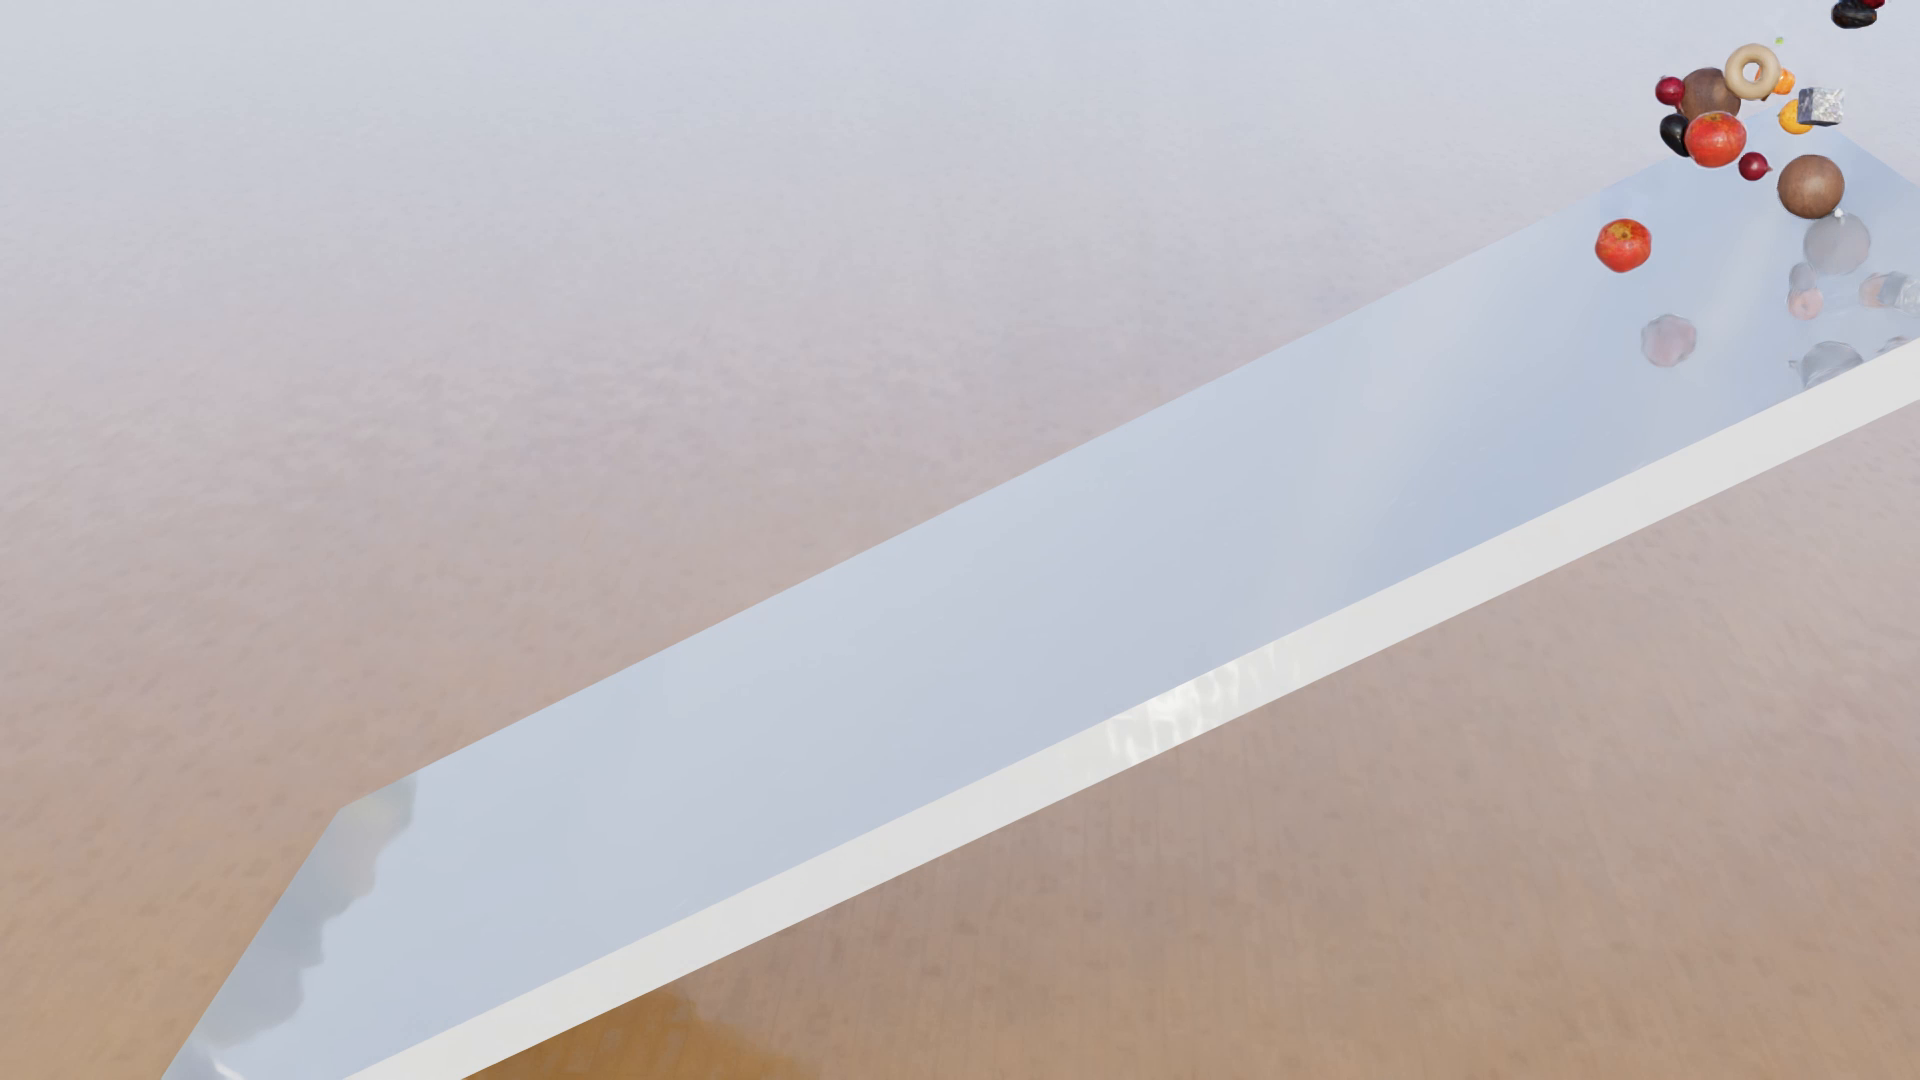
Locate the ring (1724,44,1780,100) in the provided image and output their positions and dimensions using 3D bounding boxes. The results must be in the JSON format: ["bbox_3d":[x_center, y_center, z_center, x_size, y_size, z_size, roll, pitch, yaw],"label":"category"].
[{"bbox_3d":[1.492,-0.882,5.540,0.107,0.107,0.036,10,13,28],"label":"ring"}]

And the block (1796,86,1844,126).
[{"bbox_3d":[1.698,-0.855,5.804,0.065,0.065,0.065,4,1,-10],"label":"block"}]

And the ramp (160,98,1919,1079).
[{"bbox_3d":[0.140,0.167,6.281,4.000,0.100,2.000,-26,14,10],"label":"ramp"}]
